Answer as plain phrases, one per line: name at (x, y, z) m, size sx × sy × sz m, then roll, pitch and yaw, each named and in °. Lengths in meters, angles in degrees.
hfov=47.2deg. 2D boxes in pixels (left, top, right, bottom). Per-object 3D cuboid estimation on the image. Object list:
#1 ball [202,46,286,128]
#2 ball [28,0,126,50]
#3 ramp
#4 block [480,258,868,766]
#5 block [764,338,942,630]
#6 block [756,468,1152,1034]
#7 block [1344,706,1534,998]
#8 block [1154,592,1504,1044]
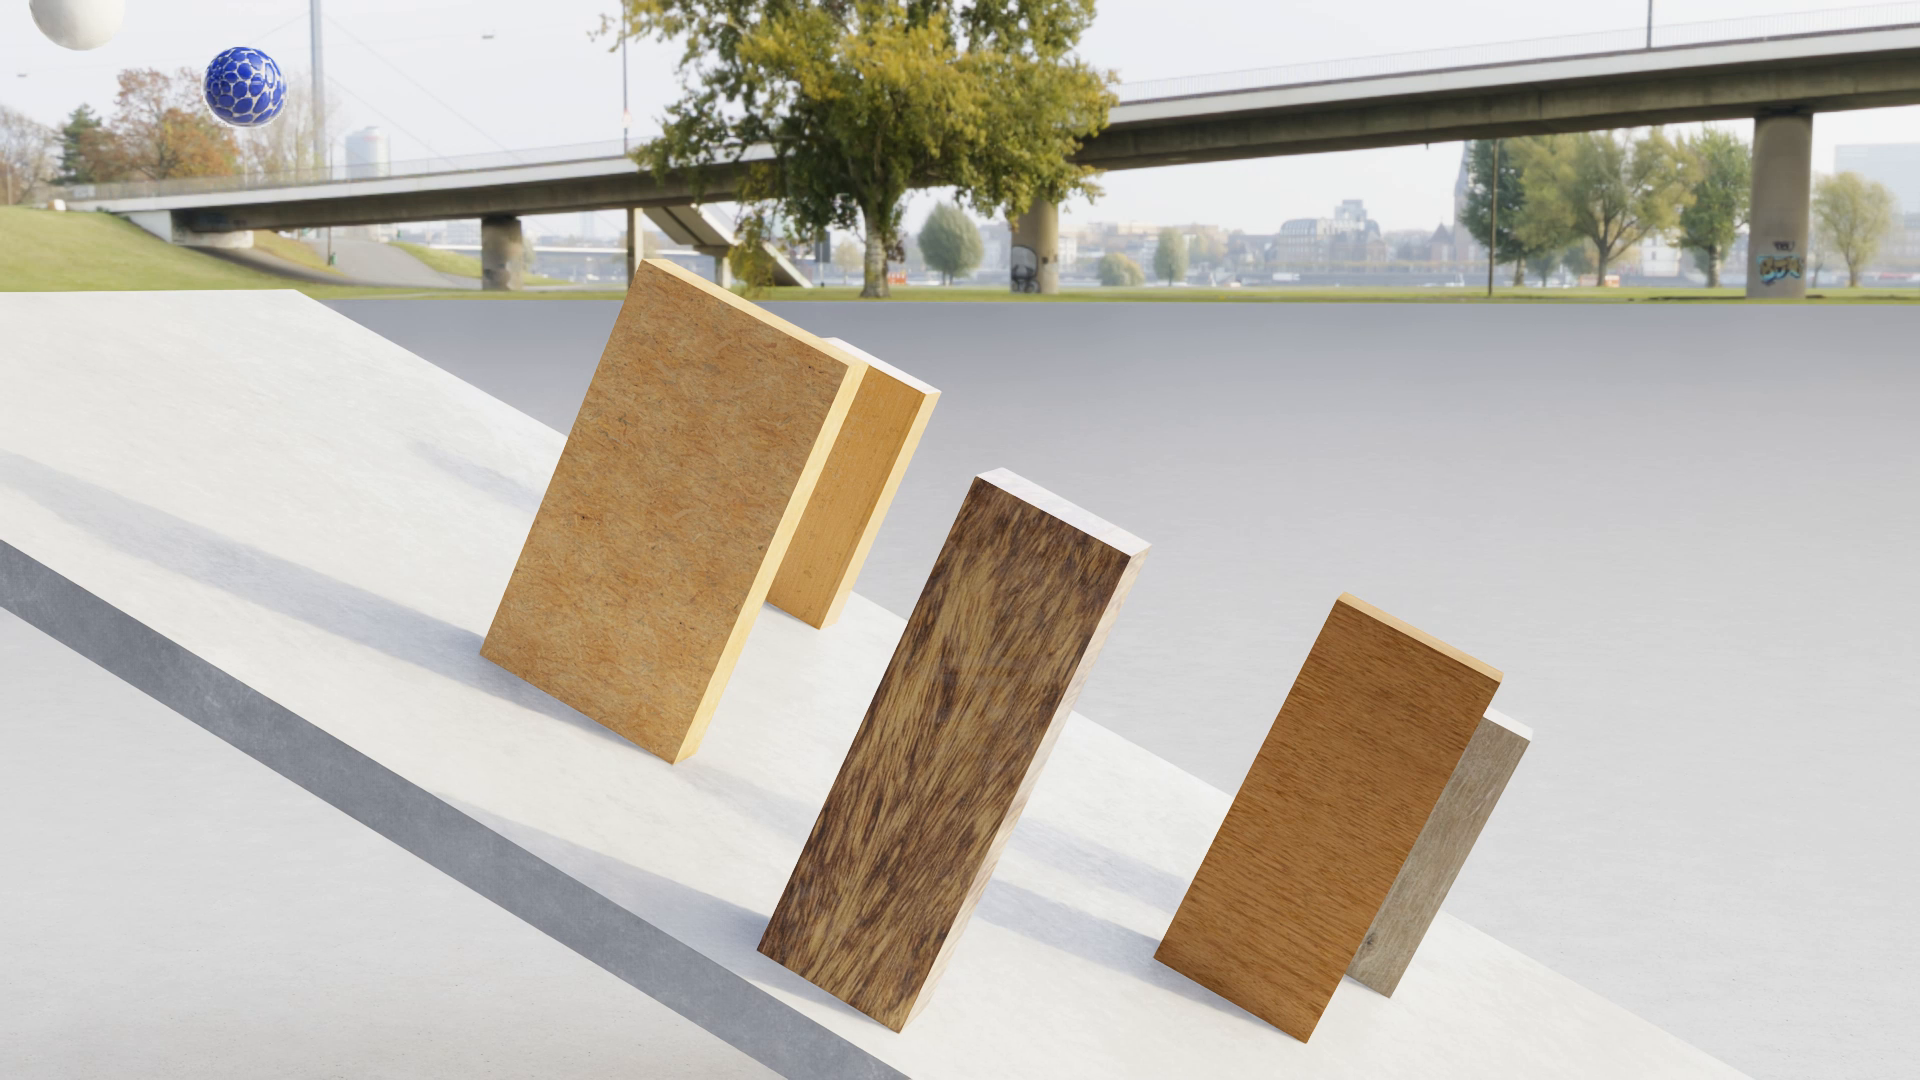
ball at (-1.391, -0.881, 4.277) m, size 0.155 × 0.155 × 0.155 m, roll 0°, pitch 7°, yaw 0°
ball at (-1.791, -1.086, 4.463) m, size 0.182 × 0.182 × 0.182 m, roll 0°, pitch 7°, yaw 0°
ramp at (-0.260, 0.441, 4.168) m, size 4.000 × 0.100 × 2.000 m, roll 28°, pitch 14°, yaw 12°
block at (-0.496, -0.048, 3.761) m, size 0.406 × 0.758 × 0.098 m, roll 28°, pitch 14°, yaw 12°
block at (-0.289, -0.124, 4.811) m, size 0.269 × 0.574 × 0.108 m, roll 28°, pitch 14°, yaw 12°
block at (-0.013, 0.307, 3.199) m, size 0.247 × 0.790 × 0.137 m, roll 28°, pitch 14°, yaw 12°
block at (0.833, 0.554, 4.218) m, size 0.282 × 0.573 × 0.108 m, roll 28°, pitch 14°, yaw 12°
block at (0.634, 0.482, 3.813) m, size 0.302 × 0.724 × 0.097 m, roll 28°, pitch 14°, yaw 12°
